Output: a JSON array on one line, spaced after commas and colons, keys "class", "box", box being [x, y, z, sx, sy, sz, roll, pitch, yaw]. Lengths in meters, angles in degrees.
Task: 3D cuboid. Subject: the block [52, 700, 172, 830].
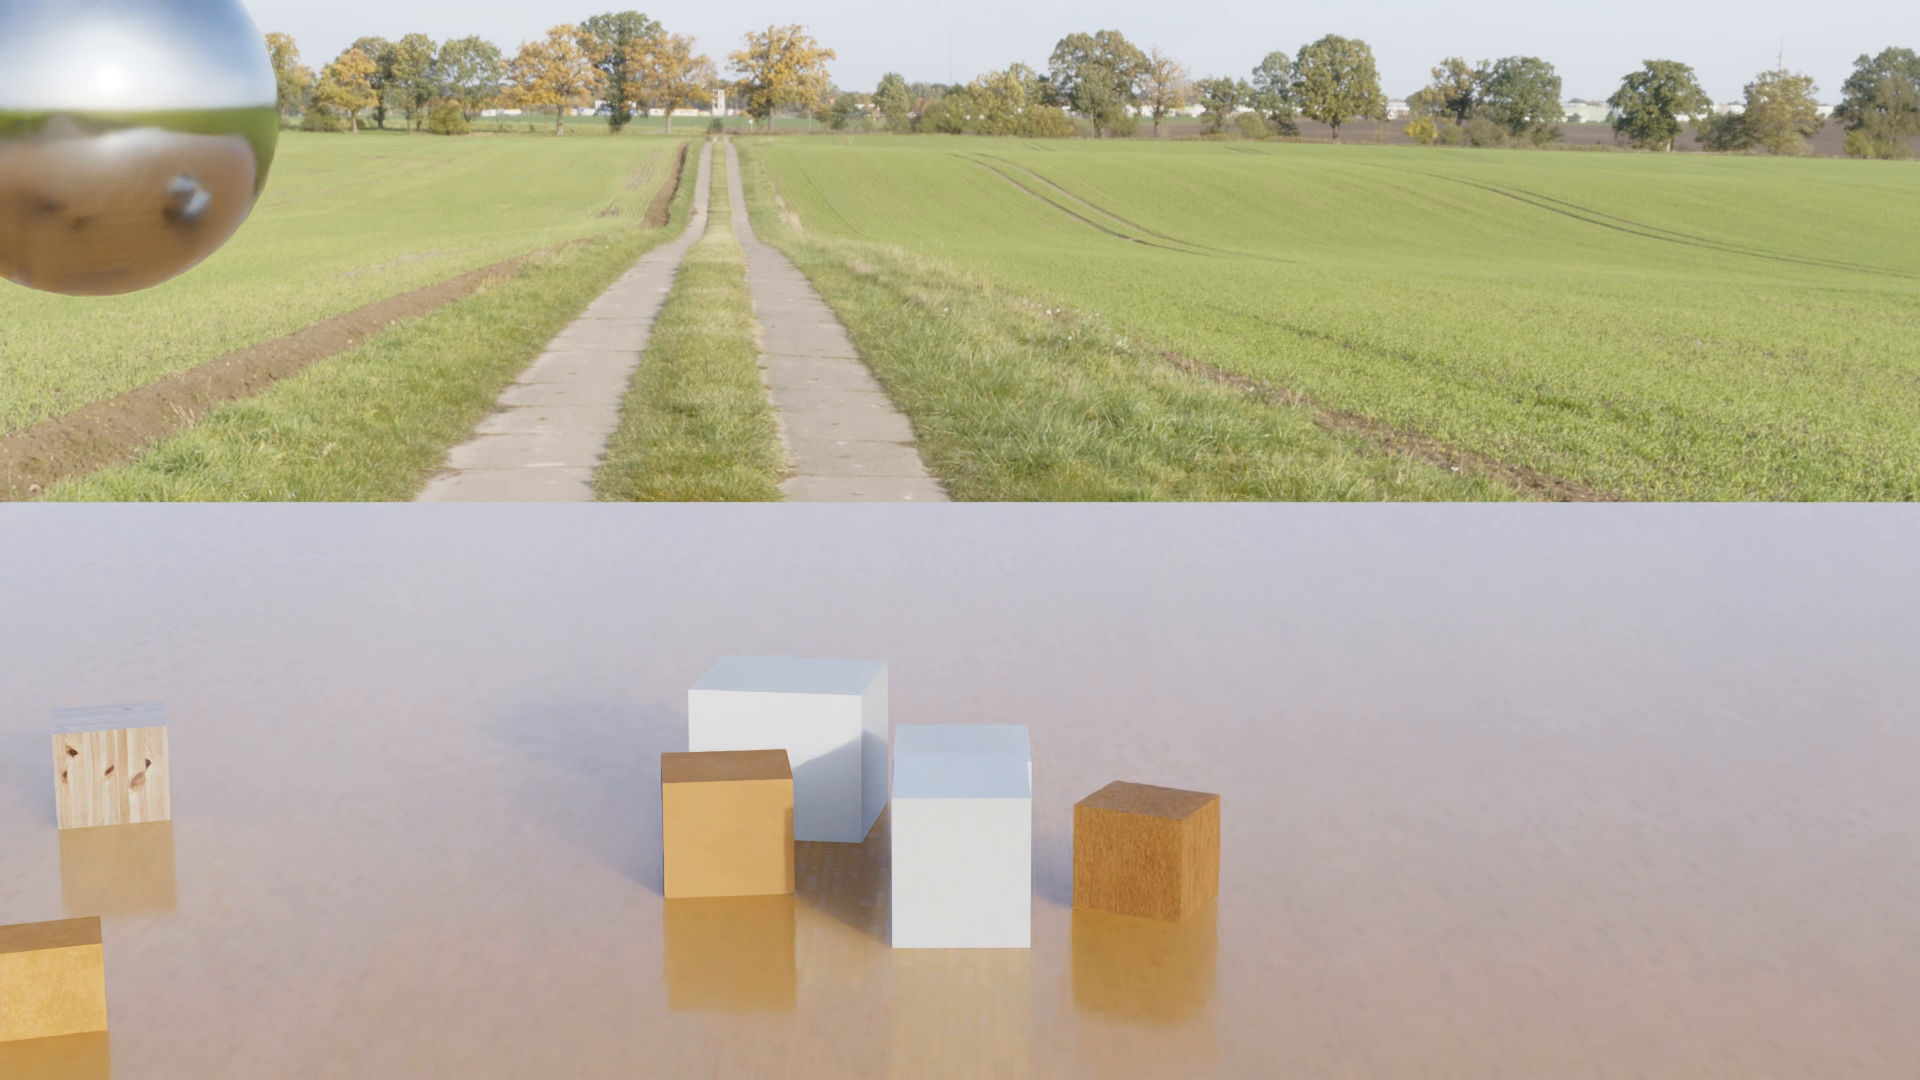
[{"class": "block", "box": [-4.082, 1.077, 12.356, 0.517, 0.460, 0.519, -3, 11, -18]}]

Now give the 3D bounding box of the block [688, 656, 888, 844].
[{"class": "block", "box": [-0.803, 0.982, 12.205, 0.810, 0.701, 0.722, 1, 10, 8]}]

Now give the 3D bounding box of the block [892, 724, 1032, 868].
[{"class": "block", "box": [0.009, 1.188, 11.365, 0.596, 0.597, 0.635, 0, 10, 0]}]

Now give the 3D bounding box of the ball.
[{"class": "ball", "box": [-3.704, -1.830, 10.848, 1.600, 1.600, 1.600, 0, 10, 0]}]

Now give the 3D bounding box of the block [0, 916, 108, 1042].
[{"class": "block", "box": [-3.420, 1.640, 9.607, 0.407, 0.335, 0.337, -4, 11, -19]}]

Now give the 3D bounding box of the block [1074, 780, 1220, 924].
[{"class": "block", "box": [0.802, 1.330, 10.998, 0.496, 0.448, 0.432, 5, 12, 27]}]

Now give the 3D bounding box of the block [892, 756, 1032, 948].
[{"class": "block", "box": [0.004, 1.291, 10.711, 0.562, 0.628, 0.660, 0, 10, 0]}]

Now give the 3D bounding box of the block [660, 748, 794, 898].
[{"class": "block", "box": [-1.028, 1.242, 11.300, 0.561, 0.513, 0.505, -1, 10, -7]}]
